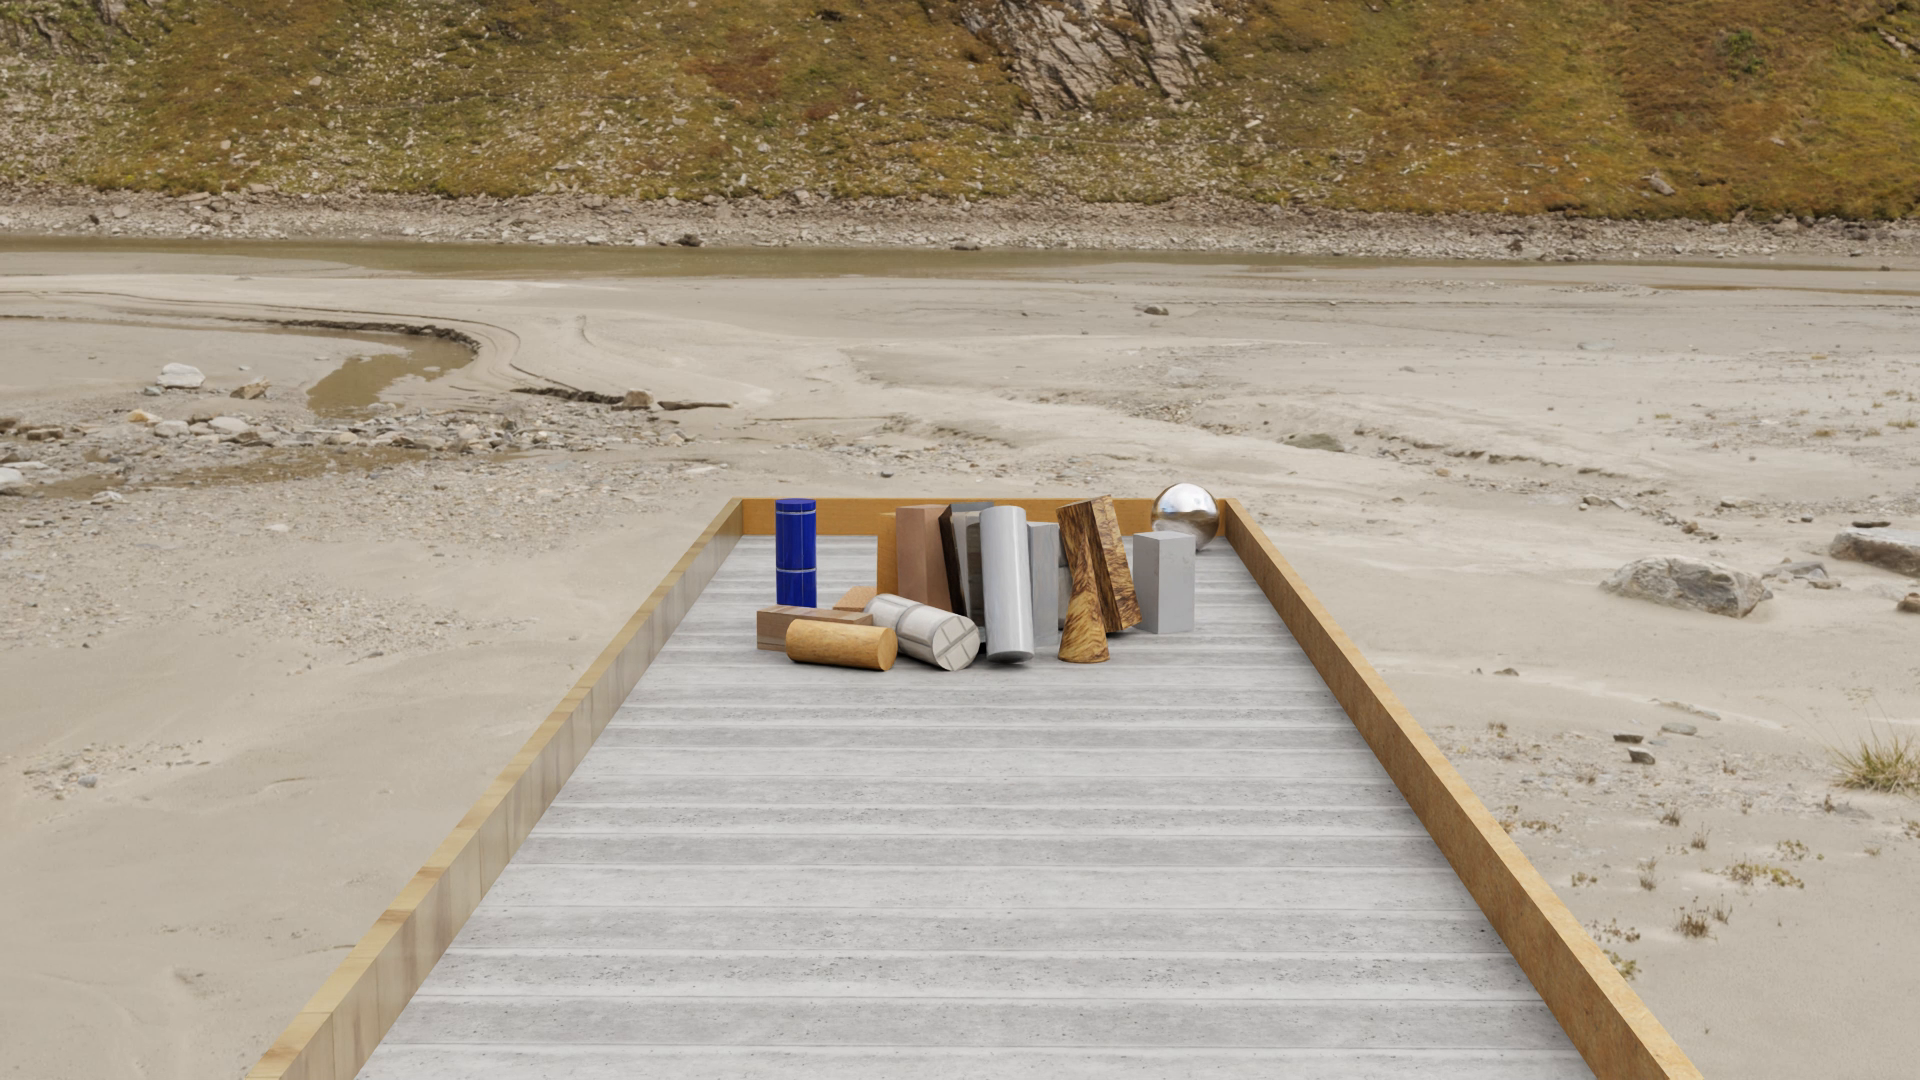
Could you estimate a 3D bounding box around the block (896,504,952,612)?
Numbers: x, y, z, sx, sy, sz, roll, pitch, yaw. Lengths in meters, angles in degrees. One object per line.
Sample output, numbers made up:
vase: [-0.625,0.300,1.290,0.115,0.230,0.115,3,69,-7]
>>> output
block: [-0.095,0.103,6.977,0.146,0.420,0.146,-6,6,-39]

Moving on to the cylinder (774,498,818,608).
cylinder: [-0.537,0.076,7.215,0.134,0.411,0.134,0,9,0]

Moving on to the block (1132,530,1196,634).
block: [0.663,0.136,7.163,0.145,0.309,0.145,-5,11,-31]

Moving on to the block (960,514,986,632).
block: [0.090,0.107,7.186,0.149,0.360,0.149,3,9,16]

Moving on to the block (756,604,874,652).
block: [-0.451,0.284,6.829,0.346,0.121,0.121,4,10,26]

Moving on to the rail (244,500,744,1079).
rail: [-1.004,0.839,3.234,0.050,0.150,12.000,0,9,1]

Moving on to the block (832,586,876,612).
block: [-0.330,0.237,7.182,0.104,0.104,0.373,1,9,7]

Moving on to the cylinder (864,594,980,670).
cylinder: [-0.124,0.278,6.727,0.166,0.166,0.436,-5,11,-31]

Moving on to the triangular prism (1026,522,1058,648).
triangular prism: [0.235,0.137,6.921,0.113,0.384,0.097,-8,12,-40]

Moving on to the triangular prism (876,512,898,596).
triangular prism: [-0.186,0.097,7.203,0.135,0.373,0.117,5,10,23]

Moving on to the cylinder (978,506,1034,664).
cylinder: [0.141,0.135,6.655,0.144,0.456,0.144,-3,-18,-1]

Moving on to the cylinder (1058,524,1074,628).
cylinder: [0.343,0.116,7.180,0.134,0.328,0.134,-9,7,1]

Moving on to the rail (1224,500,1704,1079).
rail: [1.046,0.843,3.208,0.050,0.150,12.000,0,9,1]

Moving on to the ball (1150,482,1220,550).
ball: [0.892,-0.091,8.705,0.274,0.274,0.274,0,9,0]

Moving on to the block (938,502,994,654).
block: [0.050,0.118,6.790,0.140,0.447,0.140,-3,-17,-18]

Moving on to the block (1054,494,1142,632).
block: [0.446,0.081,7.066,0.135,0.423,0.135,-12,4,33]

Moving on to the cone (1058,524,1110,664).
cone: [0.379,0.157,6.697,0.162,0.413,0.162,0,9,0]

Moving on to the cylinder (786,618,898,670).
cylinder: [-0.357,0.314,6.617,0.314,0.128,0.128,4,10,26]

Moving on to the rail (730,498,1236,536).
rail: [0.099,-0.098,9.147,2.100,0.150,0.050,0,9,1]
